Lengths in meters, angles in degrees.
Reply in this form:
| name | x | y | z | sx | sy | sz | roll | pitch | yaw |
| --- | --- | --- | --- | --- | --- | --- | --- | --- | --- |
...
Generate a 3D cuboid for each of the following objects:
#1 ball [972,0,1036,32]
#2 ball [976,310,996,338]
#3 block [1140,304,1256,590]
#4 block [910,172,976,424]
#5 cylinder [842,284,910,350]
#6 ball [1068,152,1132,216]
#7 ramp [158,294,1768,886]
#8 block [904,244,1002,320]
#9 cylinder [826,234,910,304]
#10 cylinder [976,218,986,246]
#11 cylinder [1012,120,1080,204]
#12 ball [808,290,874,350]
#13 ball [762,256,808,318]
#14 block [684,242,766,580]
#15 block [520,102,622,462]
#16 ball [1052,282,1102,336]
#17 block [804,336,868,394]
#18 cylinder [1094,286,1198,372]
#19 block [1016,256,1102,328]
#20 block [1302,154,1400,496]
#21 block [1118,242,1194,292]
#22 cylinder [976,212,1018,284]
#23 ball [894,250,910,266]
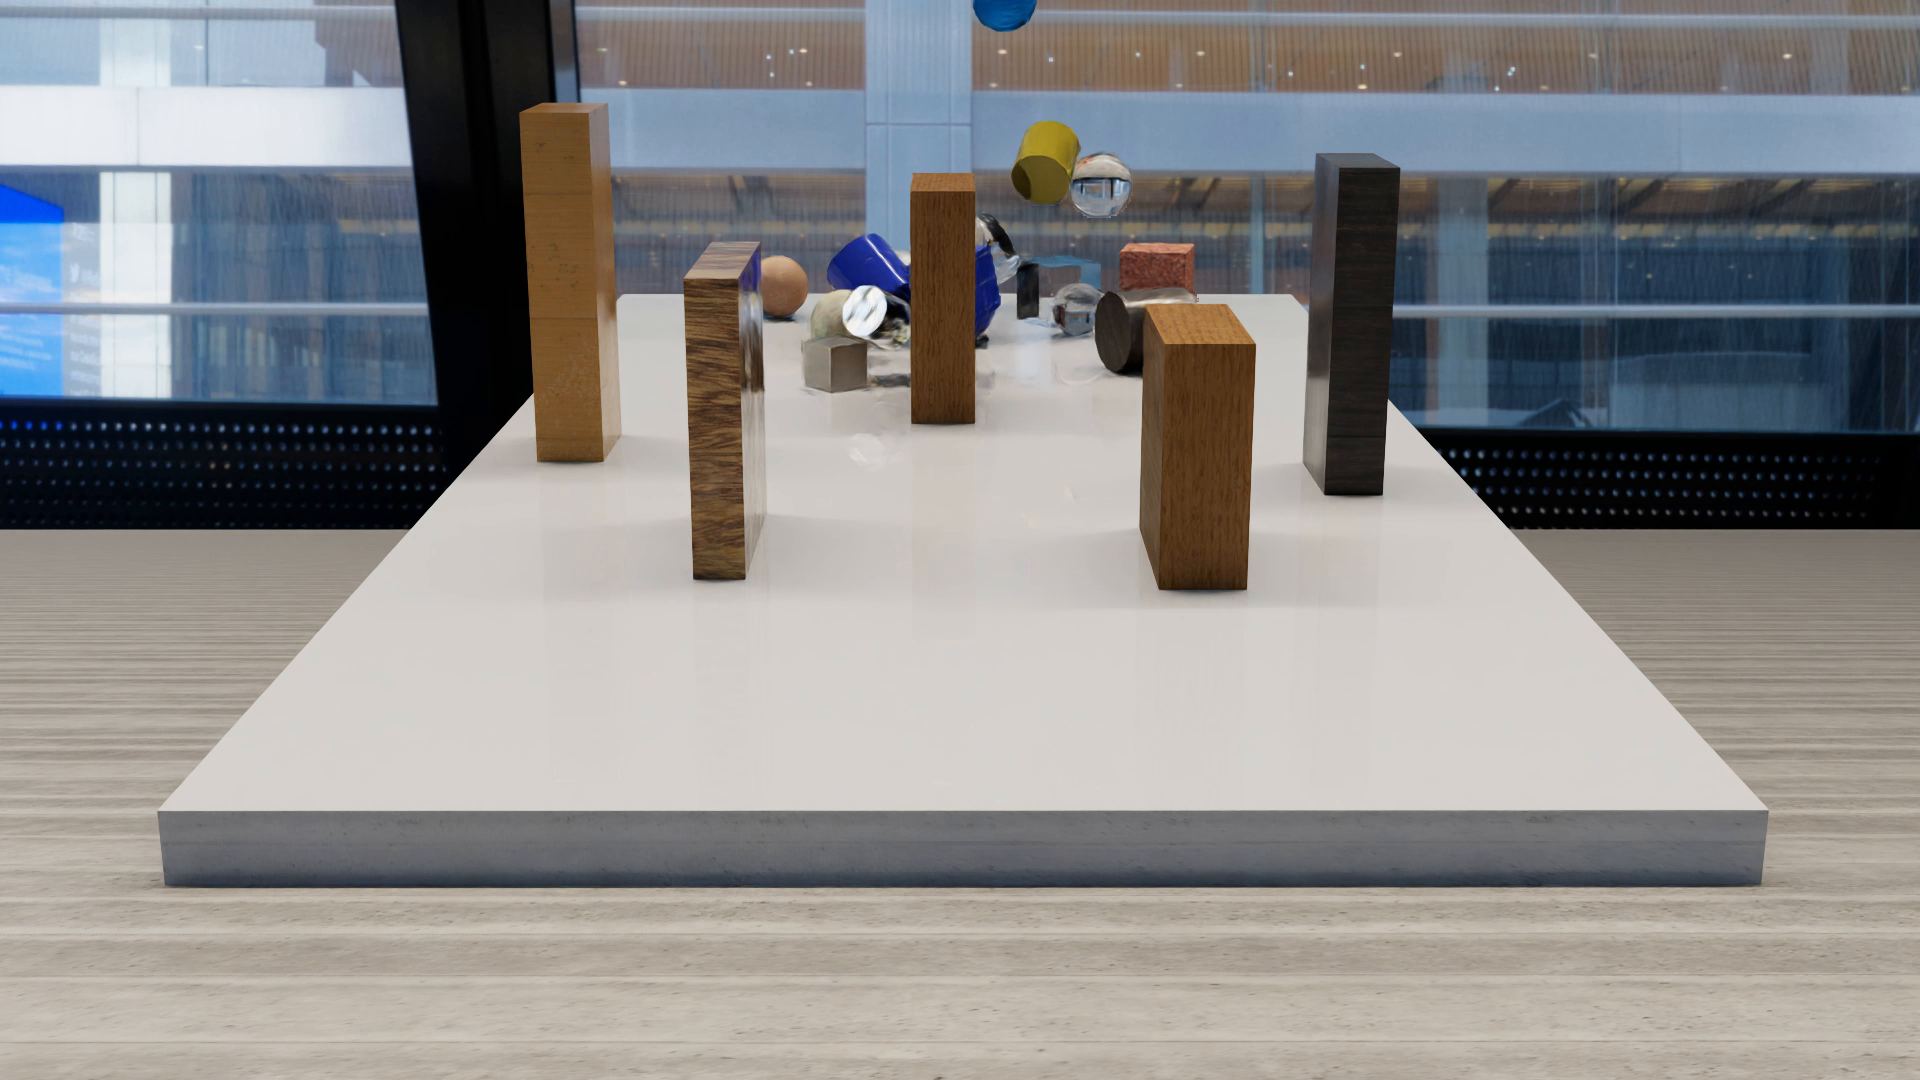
| name | x | y | z | sx | sy | sz | roll | pitch | yaw |
| --- | --- | --- | --- | --- | --- | --- | --- | --- | --- |
| ball | 0.128 | -1.568 | 6.373 | 0.188 | 0.188 | 0.188 | 0 | 0 | 0 |
| ball | -0.002 | -0.619 | 5.805 | 0.193 | 0.193 | 0.193 | 0 | 0 | 0 |
| block | 0.402 | -0.169 | 3.776 | 0.147 | 0.412 | 0.394 | 0 | 16 | 0 |
| block | -0.038 | -0.553 | 4.974 | 0.142 | 0.510 | 0.372 | 0 | 16 | 0 |
| cylinder | -0.197 | -0.539 | 5.324 | 0.127 | 0.127 | 0.127 | 0 | -10 | 31 |
| ball | 0.375 | -0.953 | 5.894 | 0.170 | 0.170 | 0.170 | 0 | 0 | 0 |
| ramp | -0.002 | -0.152 | 4.670 | 2.000 | 0.100 | 4.000 | 0 | 16 | 0 |
| block | -0.015 | -0.615 | 5.328 | 0.152 | 0.152 | 0.152 | 1 | 23 | 33 |
| cylinder | -0.223 | -0.673 | 5.796 | 0.187 | 0.187 | 0.187 | -31 | -24 | -15 |
| cylinder | -0.009 | -0.793 | 5.919 | 0.158 | 0.158 | 0.158 | 0 | -9 | 6 |
| cylinder | 0.228 | -1.000 | 5.821 | 0.156 | 0.156 | 0.156 | 0 | 45 | 17 |
| ball | -0.292 | -0.542 | 5.554 | 0.179 | 0.179 | 0.179 | 0 | 0 | 0 |
| ball | -0.511 | -0.712 | 6.179 | 0.172 | 0.172 | 0.172 | 0 | 0 | 0 |
| block | -0.405 | -0.237 | 3.840 | 0.088 | 0.508 | 0.438 | 0 | 16 | 0 |
| block | -0.799 | -0.534 | 4.541 | 0.136 | 0.705 | 0.254 | 0 | 16 | 0 |
| ball | 0.317 | -0.620 | 5.906 | 0.142 | 0.142 | 0.142 | 0 | 0 | 0 |
| block | -0.296 | -0.419 | 5.239 | 0.109 | 0.109 | 0.109 | -12 | 20 | -37 |
| cylinder | 0.465 | -0.522 | 5.445 | 0.197 | 0.197 | 0.197 | -7 | 3 | -23 |
| block | 0.274 | -0.690 | 6.110 | 0.168 | 0.168 | 0.168 | -10 | 18 | -31 |
| block | 0.760 | -0.426 | 4.300 | 0.114 | 0.627 | 0.275 | 0 | 16 | 0 |
| block | 0.557 | -0.736 | 6.240 | 0.186 | 0.186 | 0.186 | 3 | 16 | 12 |
| cylinder | 0.032 | -0.801 | 6.311 | 0.202 | 0.202 | 0.202 | -33 | 8 | -12 |
| ball | -0.175 | -0.747 | 6.314 | 0.169 | 0.169 | 0.169 | 0 | 0 | 0 |
